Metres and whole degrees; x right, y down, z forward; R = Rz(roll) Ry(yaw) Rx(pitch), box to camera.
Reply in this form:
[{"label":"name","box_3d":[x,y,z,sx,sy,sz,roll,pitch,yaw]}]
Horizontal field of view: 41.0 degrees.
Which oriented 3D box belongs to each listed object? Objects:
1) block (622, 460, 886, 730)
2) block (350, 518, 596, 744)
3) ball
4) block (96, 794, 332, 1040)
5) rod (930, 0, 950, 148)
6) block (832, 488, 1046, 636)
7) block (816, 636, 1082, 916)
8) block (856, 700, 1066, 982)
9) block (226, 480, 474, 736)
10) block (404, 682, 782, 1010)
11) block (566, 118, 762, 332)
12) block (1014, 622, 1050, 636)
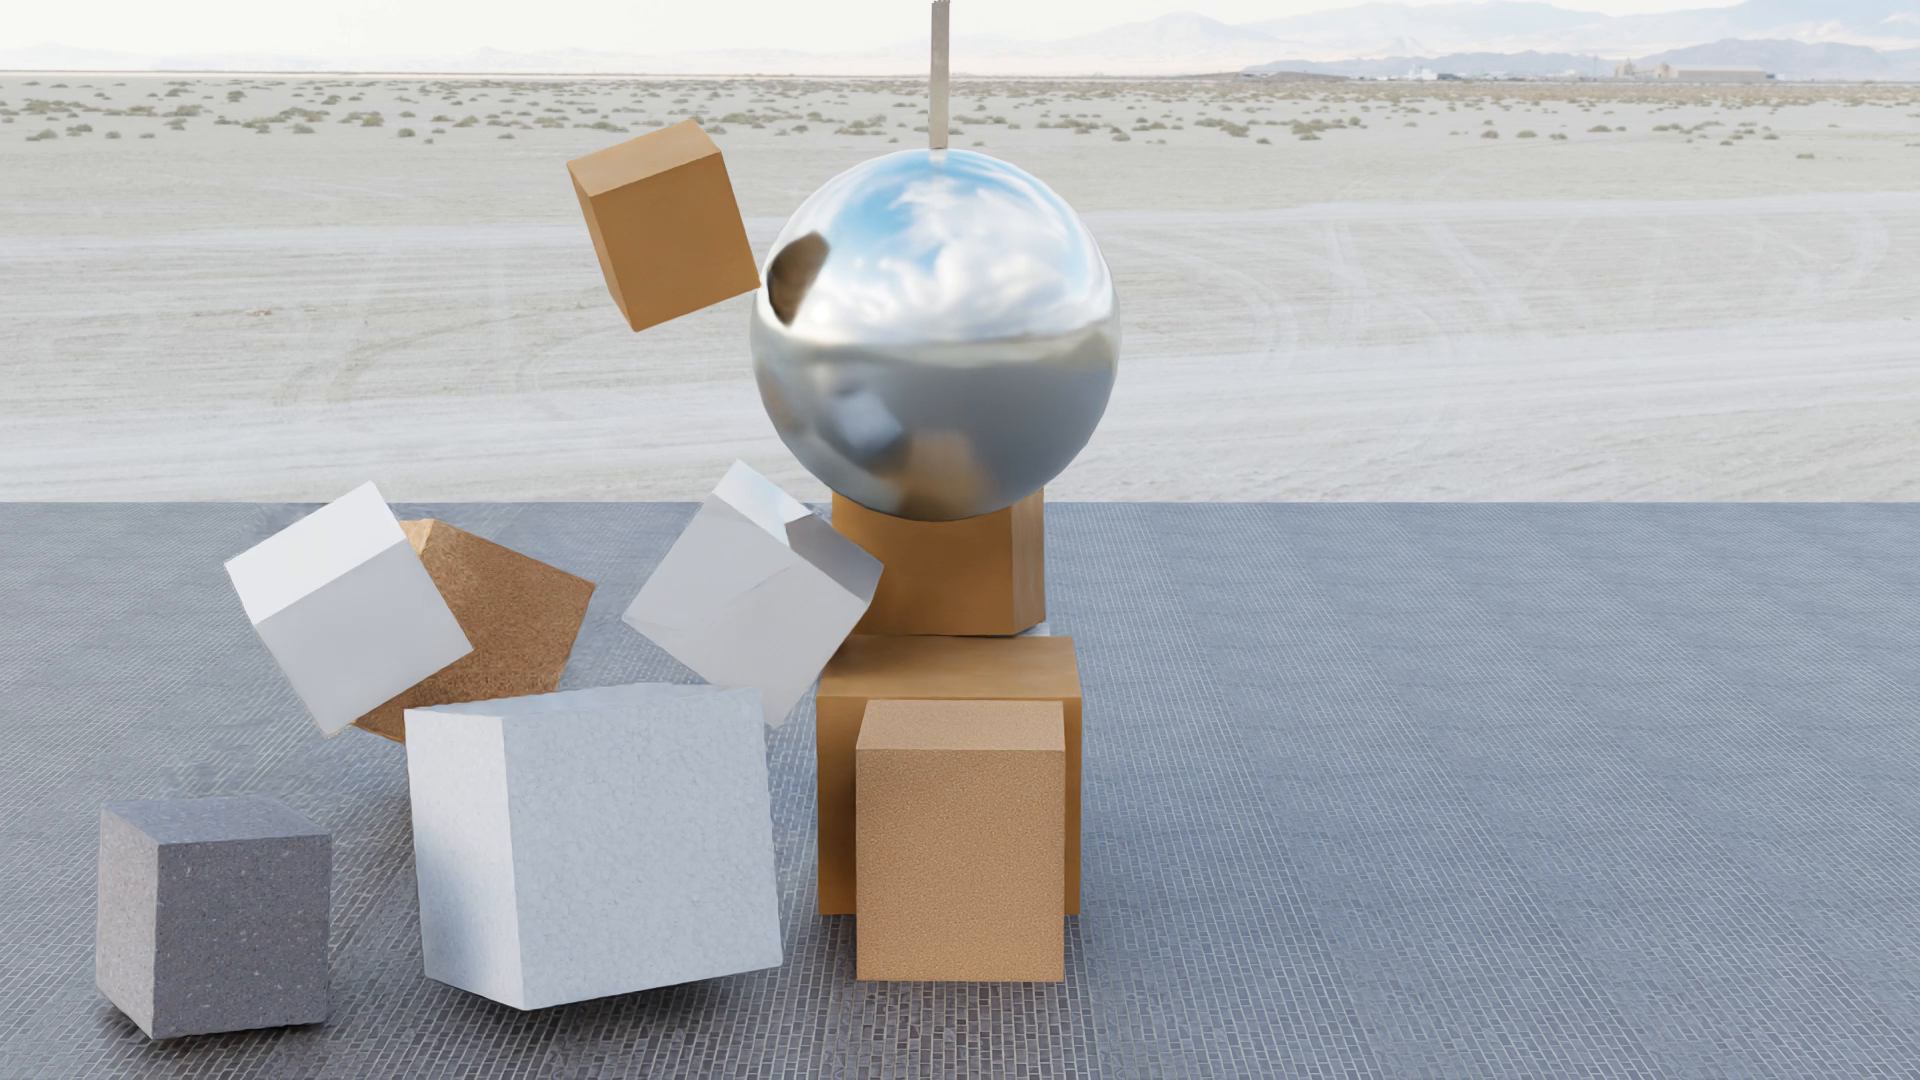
[{"label":"block","box_3d":[-0.897,0.225,11.328,0.823,0.688,0.794,36,12,-5]},{"label":"block","box_3d":[-2.485,0.537,12.631,0.853,1.027,0.859,24,-10,-23]},{"label":"ball","box_3d":[-0.105,-0.878,11.021,1.600,1.600,1.600,0,10,0]},{"label":"block","box_3d":[-2.812,1.394,9.642,0.639,0.709,0.773,0,6,-33]},{"label":"rod","box_3d":[-0.045,-4.223,10.413,0.080,5.200,0.080,1,10,0]},{"label":"block","box_3d":[-0.087,0.010,12.266,0.842,0.820,0.907,-1,3,11]},{"label":"block","box_3d":[-0.041,1.013,11.345,1.106,0.947,1.183,0,10,0]},{"label":"block","box_3d":[0.011,1.198,10.359,0.809,0.936,0.788,0,10,1]},{"label":"block","box_3d":[-2.720,0.296,11.422,0.741,0.656,0.648,-31,34,-11]},{"label":"block","box_3d":[-1.423,1.132,9.855,1.032,1.050,1.058,-5,1,-31]},{"label":"block","box_3d":[-1.234,-1.315,10.688,0.564,0.615,0.500,-21,30,-10]},{"label":"block","box_3d":[-0.016,0.889,12.355,0.907,0.830,0.820,0,10,0]}]
